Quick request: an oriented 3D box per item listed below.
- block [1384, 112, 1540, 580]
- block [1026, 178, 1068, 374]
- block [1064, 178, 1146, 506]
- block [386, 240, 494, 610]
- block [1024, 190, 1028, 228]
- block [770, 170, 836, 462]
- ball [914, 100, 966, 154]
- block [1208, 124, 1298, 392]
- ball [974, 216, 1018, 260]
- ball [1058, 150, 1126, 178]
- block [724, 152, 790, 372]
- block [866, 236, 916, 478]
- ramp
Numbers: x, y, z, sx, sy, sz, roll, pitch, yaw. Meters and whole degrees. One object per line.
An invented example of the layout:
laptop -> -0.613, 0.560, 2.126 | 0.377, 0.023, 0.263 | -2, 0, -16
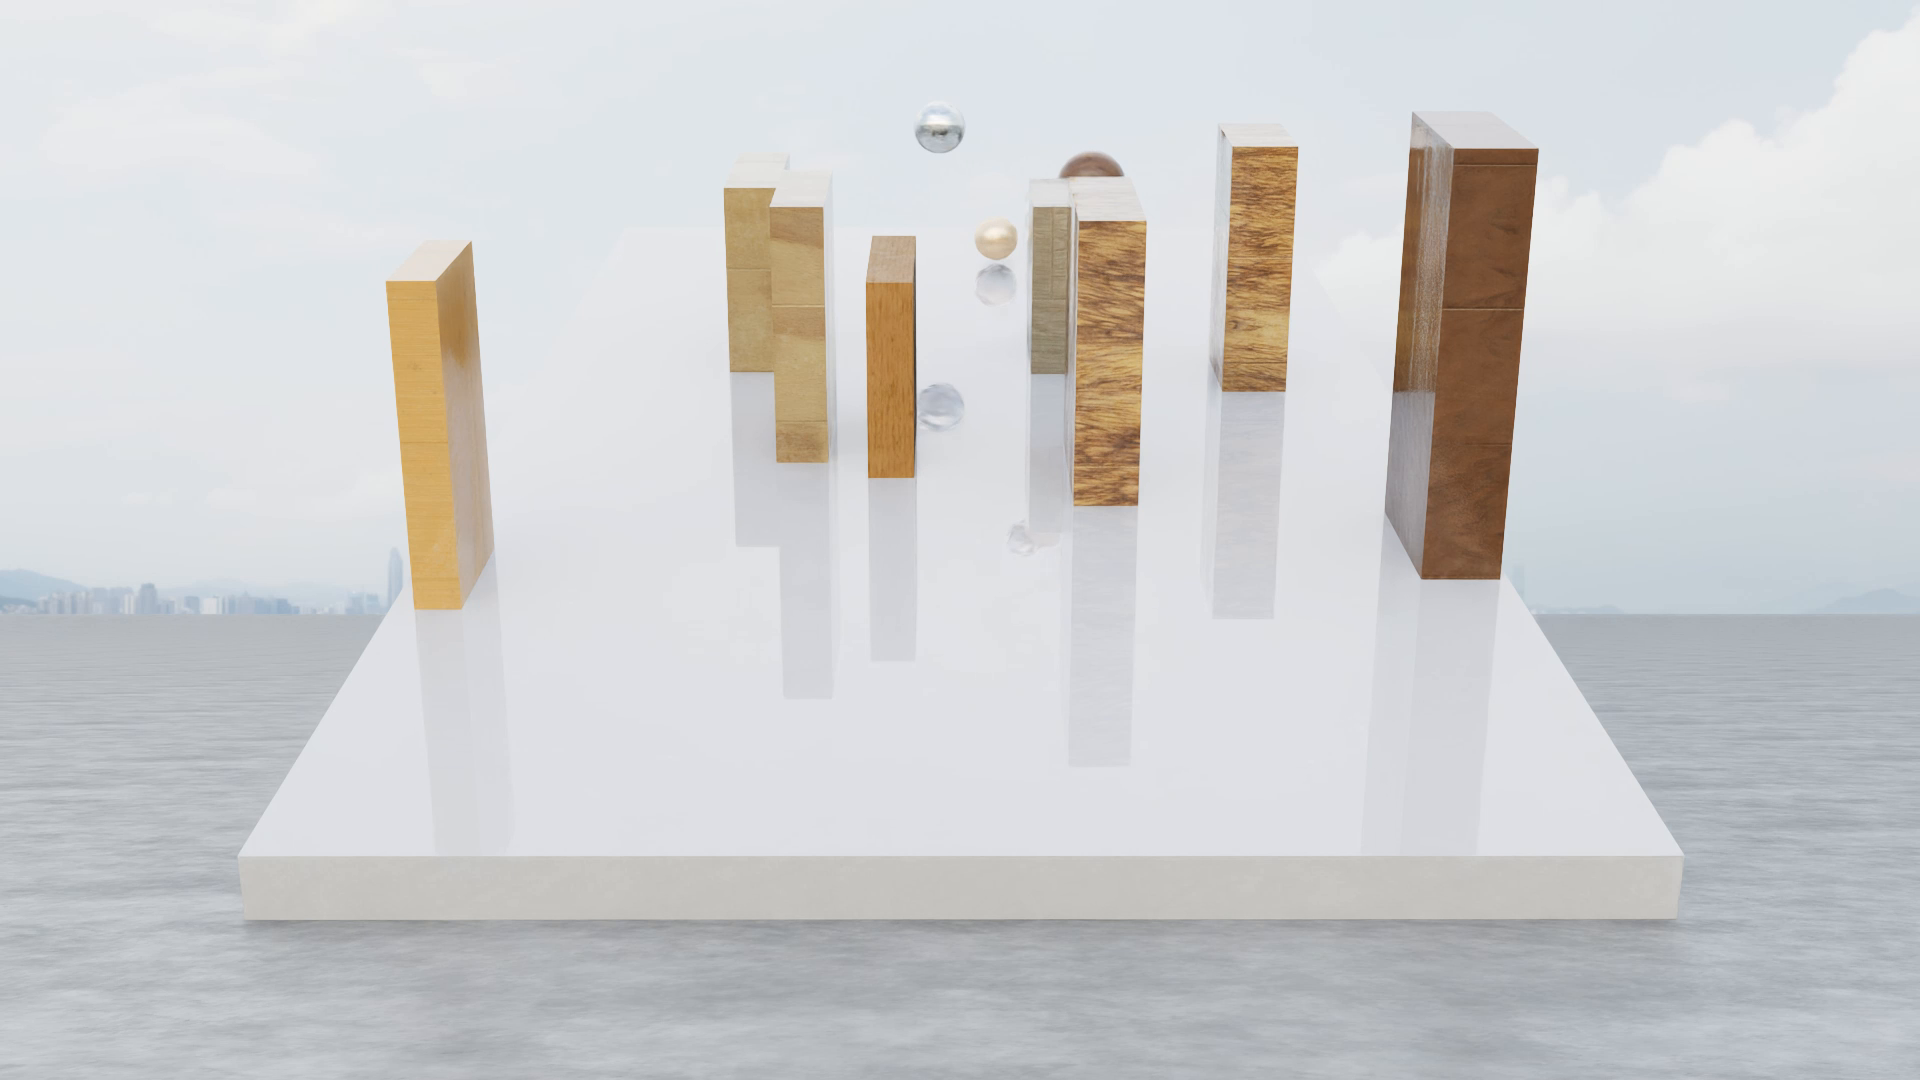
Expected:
block -> 0.910, -0.361, 4.168 | 0.144, 0.786, 0.374 | 0, 20, 0
block -> 0.225, -0.639, 5.472 | 0.114, 0.401, 0.329 | 0, 20, 0
block -> 0.289, -0.410, 4.604 | 0.129, 0.573, 0.423 | 0, 20, 0
block -> -0.916, -0.208, 4.027 | 0.083, 0.590, 0.308 | 0, 20, 0
block -> 0.282, -1.008, 6.924 | 0.130, 0.130, 0.130 | 5, -12, -23
block -> -0.331, -0.483, 4.845 | 0.108, 0.542, 0.387 | 0, 20, 0
ball -> -0.056, -1.133, 6.228 | 0.144, 0.144, 0.144 | 0, -2, 0
block -> 0.680, -0.662, 5.295 | 0.147, 0.568, 0.300 | 0, 20, 0
ball -> 0.103, -0.856, 6.440 | 0.124, 0.124, 0.124 | 0, -2, 0
ball -> 0.374, -1.009, 6.462 | 0.199, 0.199, 0.199 | 0, -2, 0
block -> -0.486, -0.682, 5.526 | 0.124, 0.443, 0.437 | 0, 20, 0
block -> -0.142, -0.394, 4.793 | 0.094, 0.410, 0.426 | 0, 20, 0
ramp -> -0.005, -0.209, 5.031 | 2.000, 0.100, 4.000 | 0, 20, 0
